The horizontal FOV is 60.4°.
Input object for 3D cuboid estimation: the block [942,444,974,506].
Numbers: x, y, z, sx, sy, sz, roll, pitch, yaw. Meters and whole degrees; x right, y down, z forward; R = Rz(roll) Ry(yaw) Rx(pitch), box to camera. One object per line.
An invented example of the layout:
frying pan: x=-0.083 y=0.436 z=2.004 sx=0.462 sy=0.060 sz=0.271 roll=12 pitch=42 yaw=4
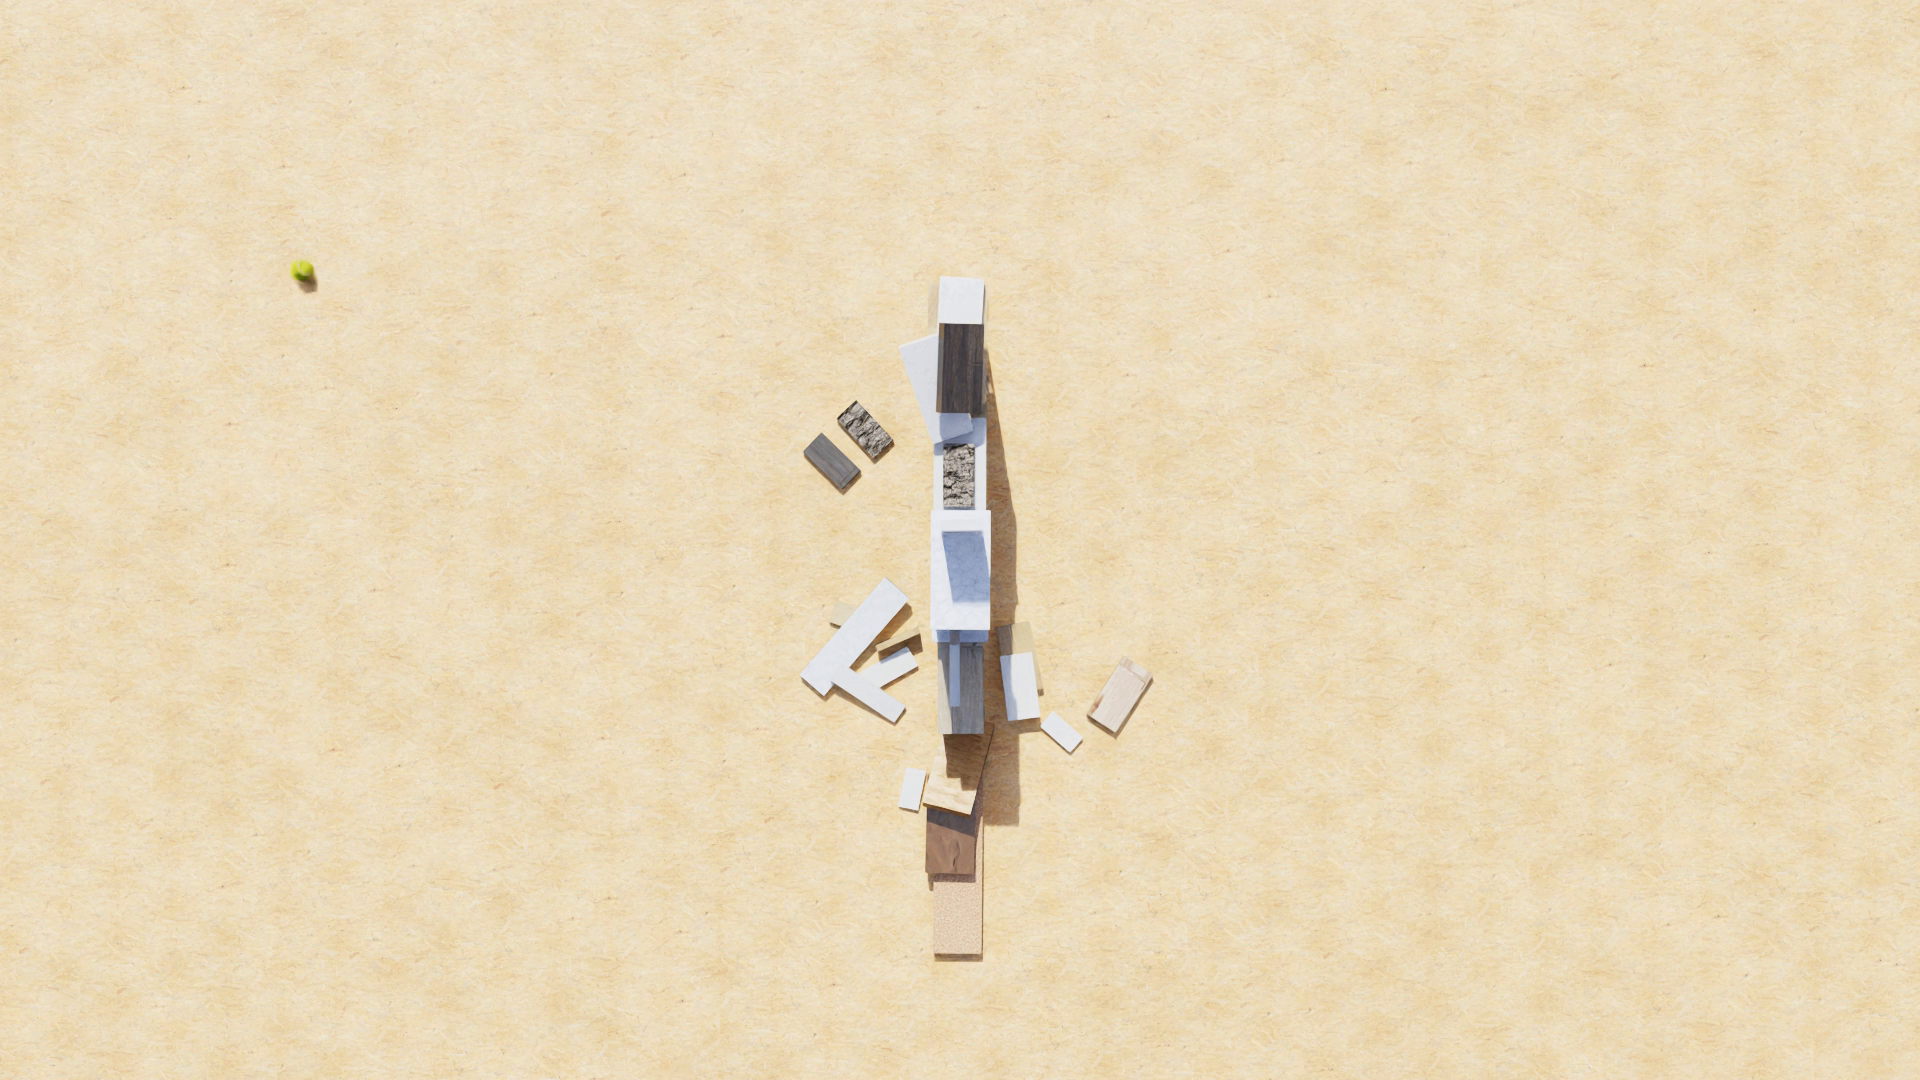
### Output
block: x=-0.004 y=-0.187 z=4.759 sx=0.090 sy=0.026 sz=0.181 roll=0 pitch=91 yaw=0

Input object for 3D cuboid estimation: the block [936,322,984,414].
block: x=0.000 y=-0.484 z=4.650 sx=0.126 sy=0.036 sz=0.251 roll=-2 pitch=99 yaw=-26

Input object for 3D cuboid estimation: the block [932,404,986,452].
block: x=0.000 y=-0.441 z=5.141 sx=0.167 sy=0.047 sz=0.335 roll=0 pitch=90 yaw=0

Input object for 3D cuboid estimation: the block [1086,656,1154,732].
block: x=0.531 y=0.512 z=5.484 sx=0.114 sy=0.032 sz=0.229 roll=33 pitch=90 yaw=0

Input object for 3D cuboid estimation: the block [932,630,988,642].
block: x=0.000 y=0.143 z=5.128 sx=0.174 sy=0.049 sz=0.347 roll=0 pitch=90 yaw=0

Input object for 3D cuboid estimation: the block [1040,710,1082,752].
block: x=0.338 y=0.638 z=5.491 sx=0.133 sy=0.019 sz=0.067 roll=41 pitch=90 yaw=0

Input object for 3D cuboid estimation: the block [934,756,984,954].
block: x=-0.006 y=1.043 z=5.477 sx=0.160 sy=0.045 sz=0.648 roll=0 pitch=90 yaw=0

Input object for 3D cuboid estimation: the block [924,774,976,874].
block: x=-0.031 y=0.933 z=5.432 sx=0.160 sy=0.045 sz=0.320 roll=1 pitch=90 yaw=0

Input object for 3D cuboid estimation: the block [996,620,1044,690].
block: x=0.198 y=0.391 z=5.484 sx=0.114 sy=0.032 sz=0.229 roll=-12 pitch=90 yaw=0

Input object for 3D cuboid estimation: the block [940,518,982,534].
block: x=0.004 y=-0.038 z=4.600 sx=0.114 sy=0.229 sz=0.032 roll=0 pitch=88 yaw=0

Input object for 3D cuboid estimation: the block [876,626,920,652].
block: x=-0.206 y=0.327 z=5.463 sx=0.149 sy=0.075 sz=0.021 roll=-24 pitch=90 yaw=0

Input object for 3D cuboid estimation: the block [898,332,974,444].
block: x=-0.066 y=-0.432 z=4.697 sx=0.126 sy=0.036 sz=0.295 roll=-18 pitch=108 yaw=6

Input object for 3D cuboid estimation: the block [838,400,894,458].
block: x=-0.316 y=-0.369 z=5.487 sx=0.090 sy=0.026 sz=0.181 roll=-43 pitch=90 yaw=0

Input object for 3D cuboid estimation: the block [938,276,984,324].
block: x=-0.001 y=-0.622 z=4.710 sx=0.126 sy=0.036 sz=0.251 roll=3 pitch=90 yaw=0

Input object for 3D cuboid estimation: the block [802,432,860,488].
block: x=-0.426 y=-0.263 z=5.487 sx=0.181 sy=0.026 sz=0.090 roll=44 pitch=90 yaw=0

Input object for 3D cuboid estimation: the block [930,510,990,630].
block: x=0.001 y=0.086 z=4.739 sx=0.170 sy=0.048 sz=0.340 roll=0 pitch=90 yaw=0

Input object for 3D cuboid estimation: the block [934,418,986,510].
block: x=0.000 y=-0.202 z=4.793 sx=0.151 sy=0.043 sz=0.302 roll=0 pitch=91 yaw=0

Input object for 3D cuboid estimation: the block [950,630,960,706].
block: x=-0.016 y=0.393 z=5.079 sx=0.030 sy=0.107 sz=0.214 roll=0 pitch=114 yaw=0

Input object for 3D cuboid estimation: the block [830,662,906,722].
block: x=-0.306 y=0.505 z=5.468 sx=0.260 sy=0.019 sz=0.067 roll=35 pitch=95 yaw=-9

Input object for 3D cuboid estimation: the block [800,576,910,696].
block: x=-0.349 y=0.319 z=5.465 sx=0.107 sy=0.030 sz=0.432 roll=41 pitch=95 yaw=-2

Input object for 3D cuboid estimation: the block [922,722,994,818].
block: x=-0.003 y=0.736 z=5.402 sx=0.160 sy=0.045 sz=0.320 roll=14 pitch=64 yaw=6

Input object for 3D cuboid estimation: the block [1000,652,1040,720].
block: x=0.198 y=0.484 z=5.452 sx=0.107 sy=0.030 sz=0.214 roll=-7 pitch=90 yaw=0

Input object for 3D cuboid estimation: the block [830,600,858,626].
block: x=-0.353 y=0.258 z=5.489 sx=0.149 sy=0.021 sz=0.075 roll=17 pitch=90 yaw=0

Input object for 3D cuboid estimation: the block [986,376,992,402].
block: x=0.006 y=-0.430 z=4.947 sx=0.171 sy=0.341 sz=0.048 roll=-15 pitch=90 yaw=0

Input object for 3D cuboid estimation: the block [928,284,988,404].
block: x=-0.008 y=-0.564 z=4.752 sx=0.171 sy=0.048 sz=0.341 roll=1 pitch=90 yaw=0

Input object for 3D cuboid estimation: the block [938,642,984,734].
block: x=0.002 y=0.464 z=5.192 sx=0.144 sy=0.041 sz=0.287 roll=0 pitch=90 yaw=0

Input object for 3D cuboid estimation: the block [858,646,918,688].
block: x=-0.252 y=0.438 z=5.489 sx=0.218 sy=0.021 sz=0.075 roll=-29 pitch=90 yaw=0

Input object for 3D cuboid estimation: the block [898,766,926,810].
block: x=-0.159 y=0.827 z=5.491 sx=0.067 sy=0.019 sz=0.133 roll=12 pitch=90 yaw=0
